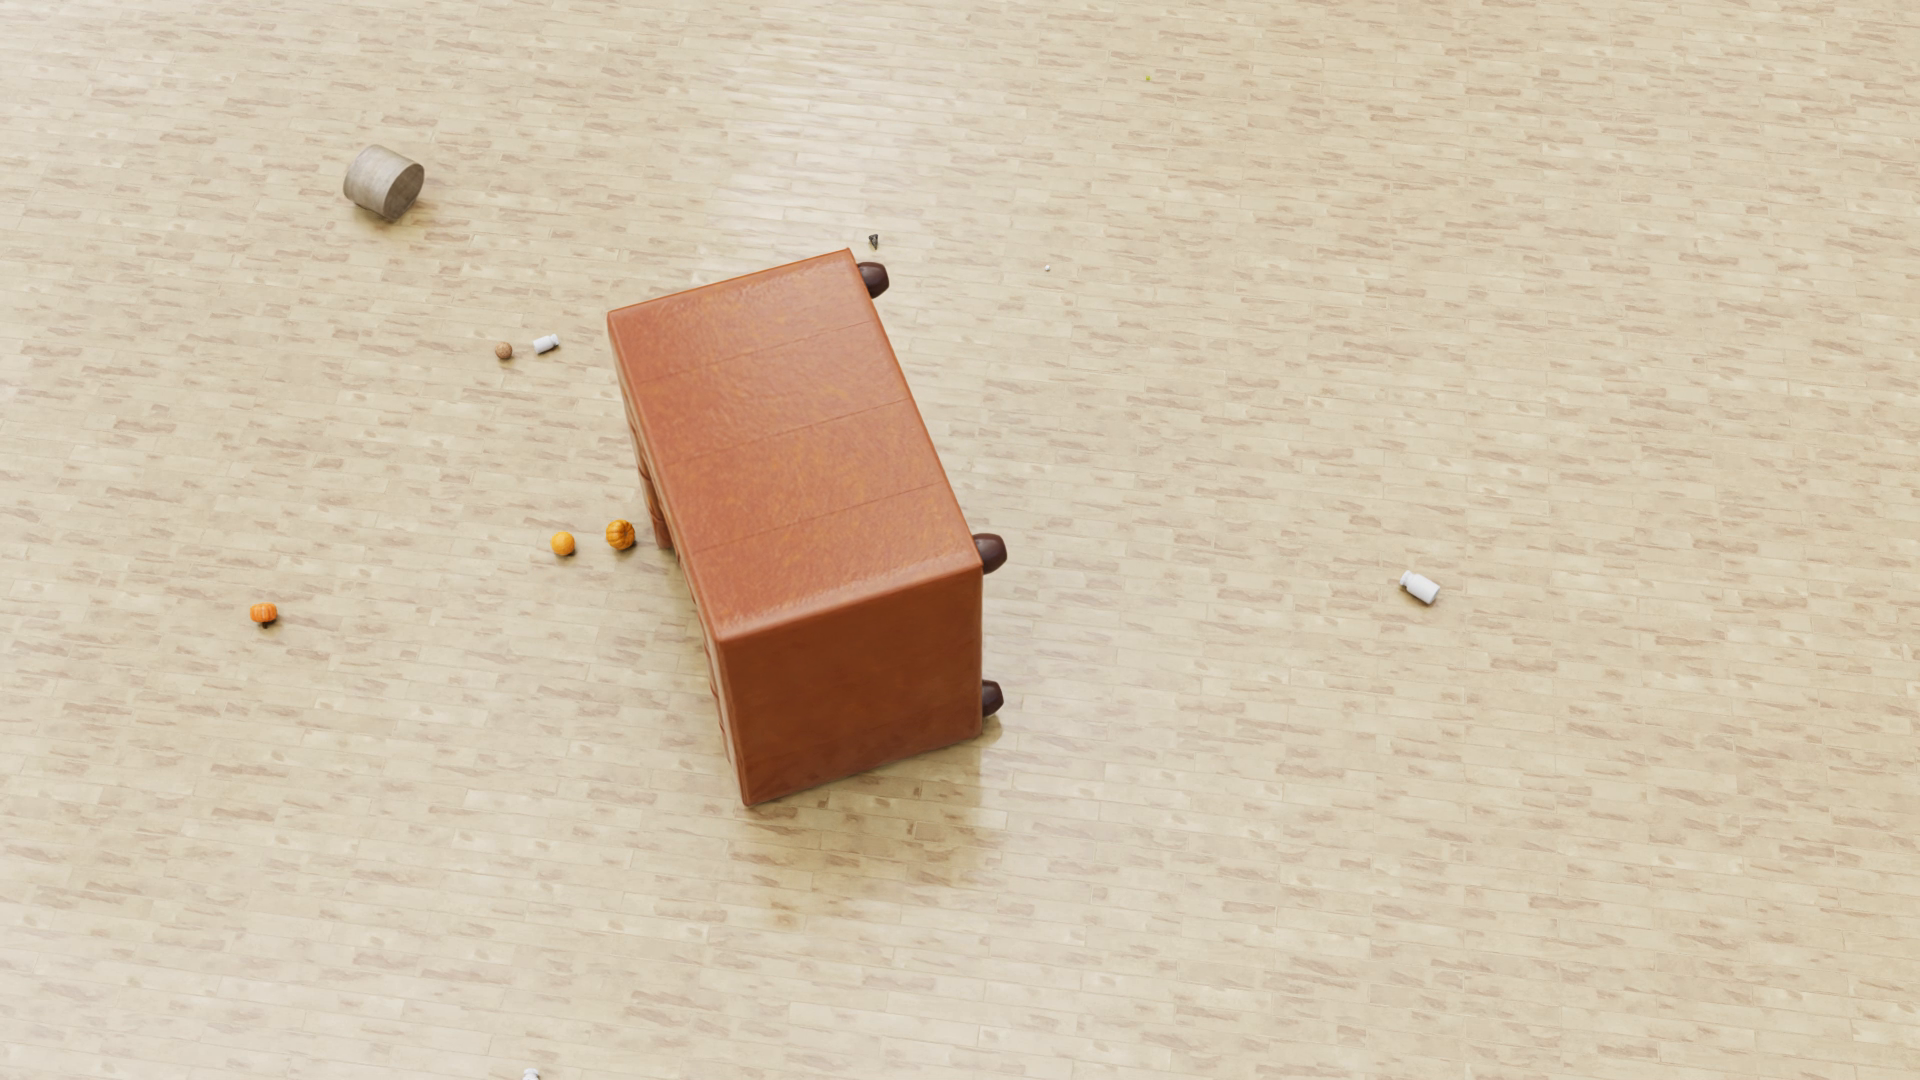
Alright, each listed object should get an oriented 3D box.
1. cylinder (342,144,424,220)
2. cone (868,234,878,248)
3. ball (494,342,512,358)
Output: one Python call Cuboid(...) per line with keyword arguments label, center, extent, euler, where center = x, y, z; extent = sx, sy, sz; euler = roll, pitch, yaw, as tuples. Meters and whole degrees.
Cuboid(label="cylinder", center=(-1.905, -1.185, 7.272), extent=(0.172, 0.158, 0.214), euler=(27, 72, 17))
Cuboid(label="cone", center=(-0.280, -0.973, 7.214), extent=(0.034, 0.049, 0.049), euler=(-11, 83, -12))
Cuboid(label="ball", center=(-1.441, -0.599, 6.943), extent=(0.054, 0.054, 0.054), euler=(0, 56, 0))
